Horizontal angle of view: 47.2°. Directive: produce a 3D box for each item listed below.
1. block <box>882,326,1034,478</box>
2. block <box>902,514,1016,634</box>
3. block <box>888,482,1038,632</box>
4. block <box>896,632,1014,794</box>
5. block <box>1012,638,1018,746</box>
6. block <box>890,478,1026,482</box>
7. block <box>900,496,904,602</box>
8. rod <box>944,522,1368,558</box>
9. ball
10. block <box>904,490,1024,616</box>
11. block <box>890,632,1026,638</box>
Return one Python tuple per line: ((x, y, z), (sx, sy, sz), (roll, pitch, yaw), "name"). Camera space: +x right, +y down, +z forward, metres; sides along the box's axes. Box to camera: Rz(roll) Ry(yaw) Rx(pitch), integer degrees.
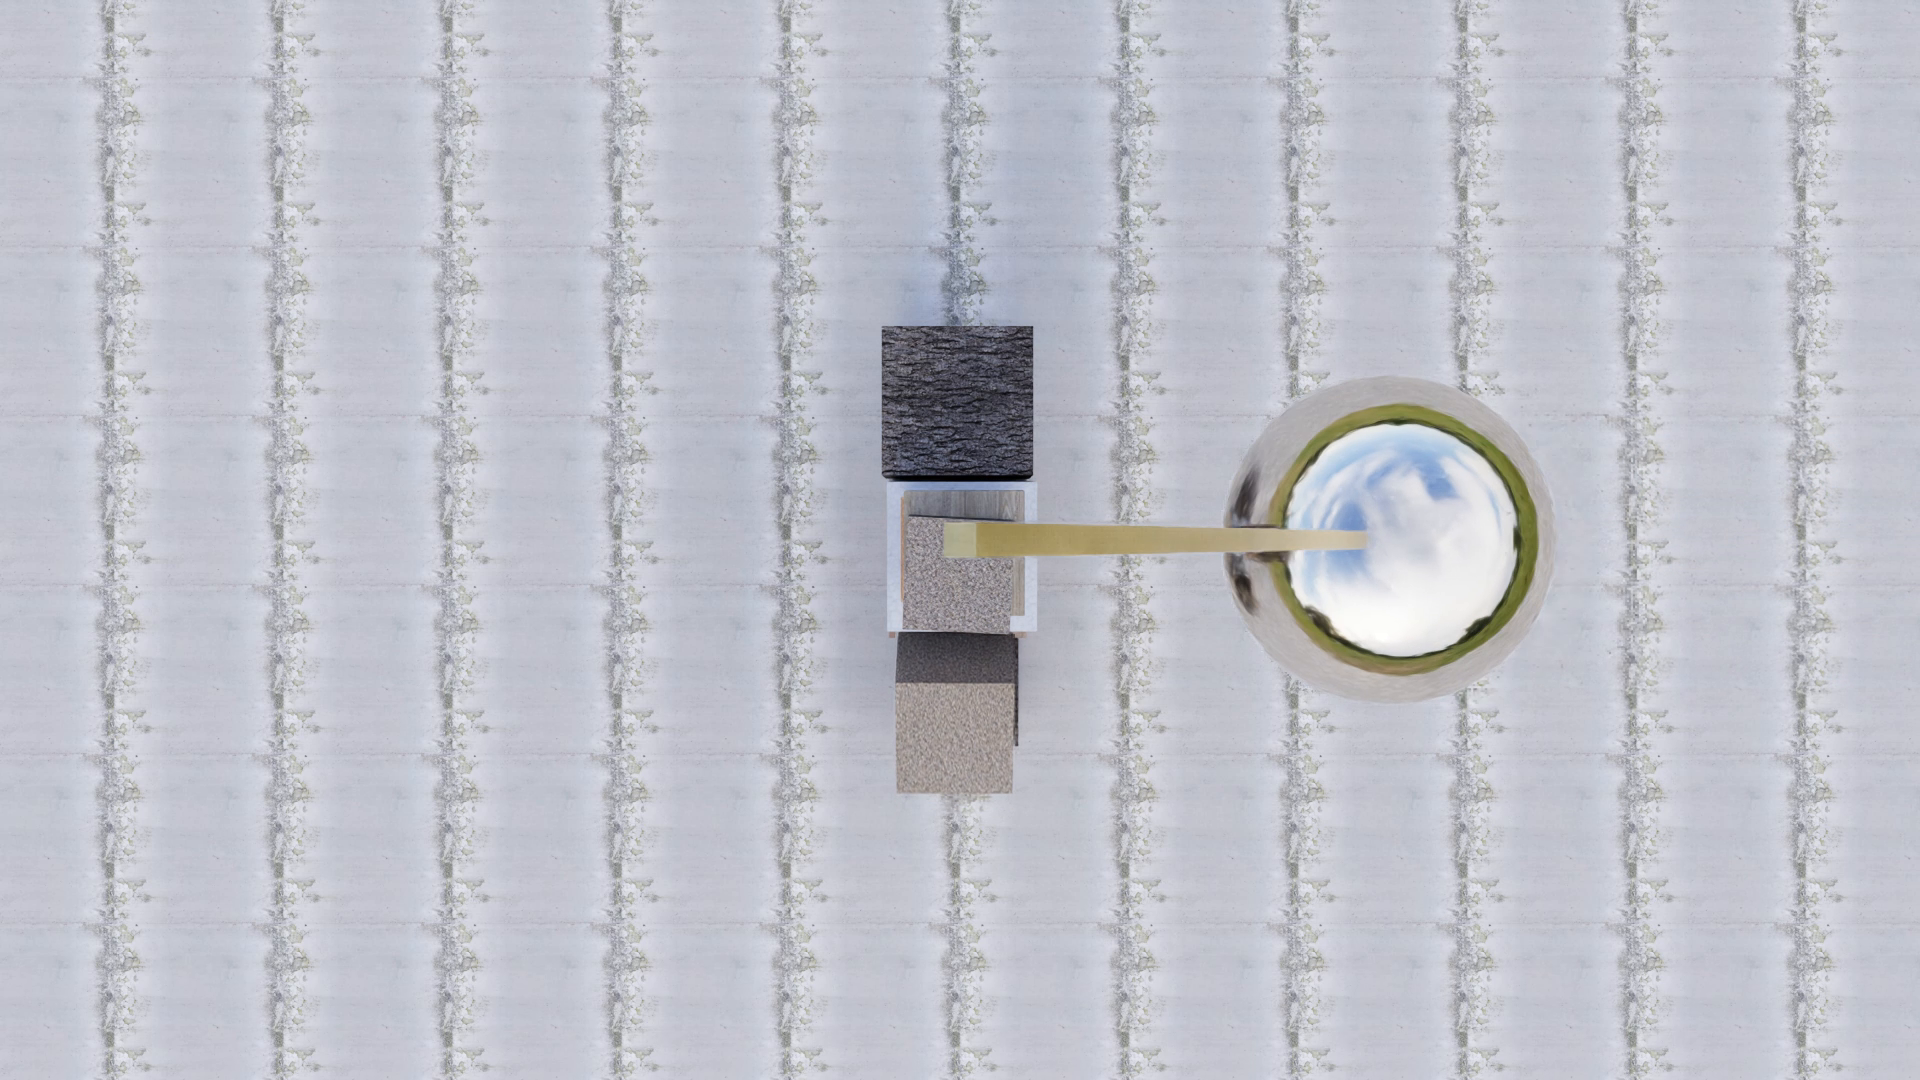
((-0.013, -0.723, 11.758), (0.787, 0.714, 0.773), (0, 90, 0), "block")
((-0.005, 0.151, 9.976), (0.479, 0.438, 0.501), (3, 92, 0), "block")
((0.011, 0.070, 11.660), (0.764, 0.935, 0.761), (0, 92, 0), "block")
((-0.028, 0.907, 11.914), (0.622, 0.699, 0.665), (0, 114, 0), "block")
((-0.002, 0.856, 12.685), (0.657, 0.631, 0.612), (0, 90, 0), "block")
((-0.011, -0.739, 12.558), (0.757, 0.884, 0.847), (0, 90, 0), "block")
((-0.017, 0.041, 10.954), (0.544, 0.473, 0.508), (0, 92, 0), "block")
((0.899, 0.000, 7.486), (0.080, 5.200, 0.080), (0, 90, 20), "rod")
((2.074, 0.000, 10.676), (1.600, 1.600, 1.600), (0, 90, 0), "ball")
((0.020, 0.055, 10.455), (0.562, 0.526, 0.580), (0, 92, 0), "block")
((-0.011, 0.117, 12.569), (0.760, 0.861, 0.846), (0, 90, 0), "block")
